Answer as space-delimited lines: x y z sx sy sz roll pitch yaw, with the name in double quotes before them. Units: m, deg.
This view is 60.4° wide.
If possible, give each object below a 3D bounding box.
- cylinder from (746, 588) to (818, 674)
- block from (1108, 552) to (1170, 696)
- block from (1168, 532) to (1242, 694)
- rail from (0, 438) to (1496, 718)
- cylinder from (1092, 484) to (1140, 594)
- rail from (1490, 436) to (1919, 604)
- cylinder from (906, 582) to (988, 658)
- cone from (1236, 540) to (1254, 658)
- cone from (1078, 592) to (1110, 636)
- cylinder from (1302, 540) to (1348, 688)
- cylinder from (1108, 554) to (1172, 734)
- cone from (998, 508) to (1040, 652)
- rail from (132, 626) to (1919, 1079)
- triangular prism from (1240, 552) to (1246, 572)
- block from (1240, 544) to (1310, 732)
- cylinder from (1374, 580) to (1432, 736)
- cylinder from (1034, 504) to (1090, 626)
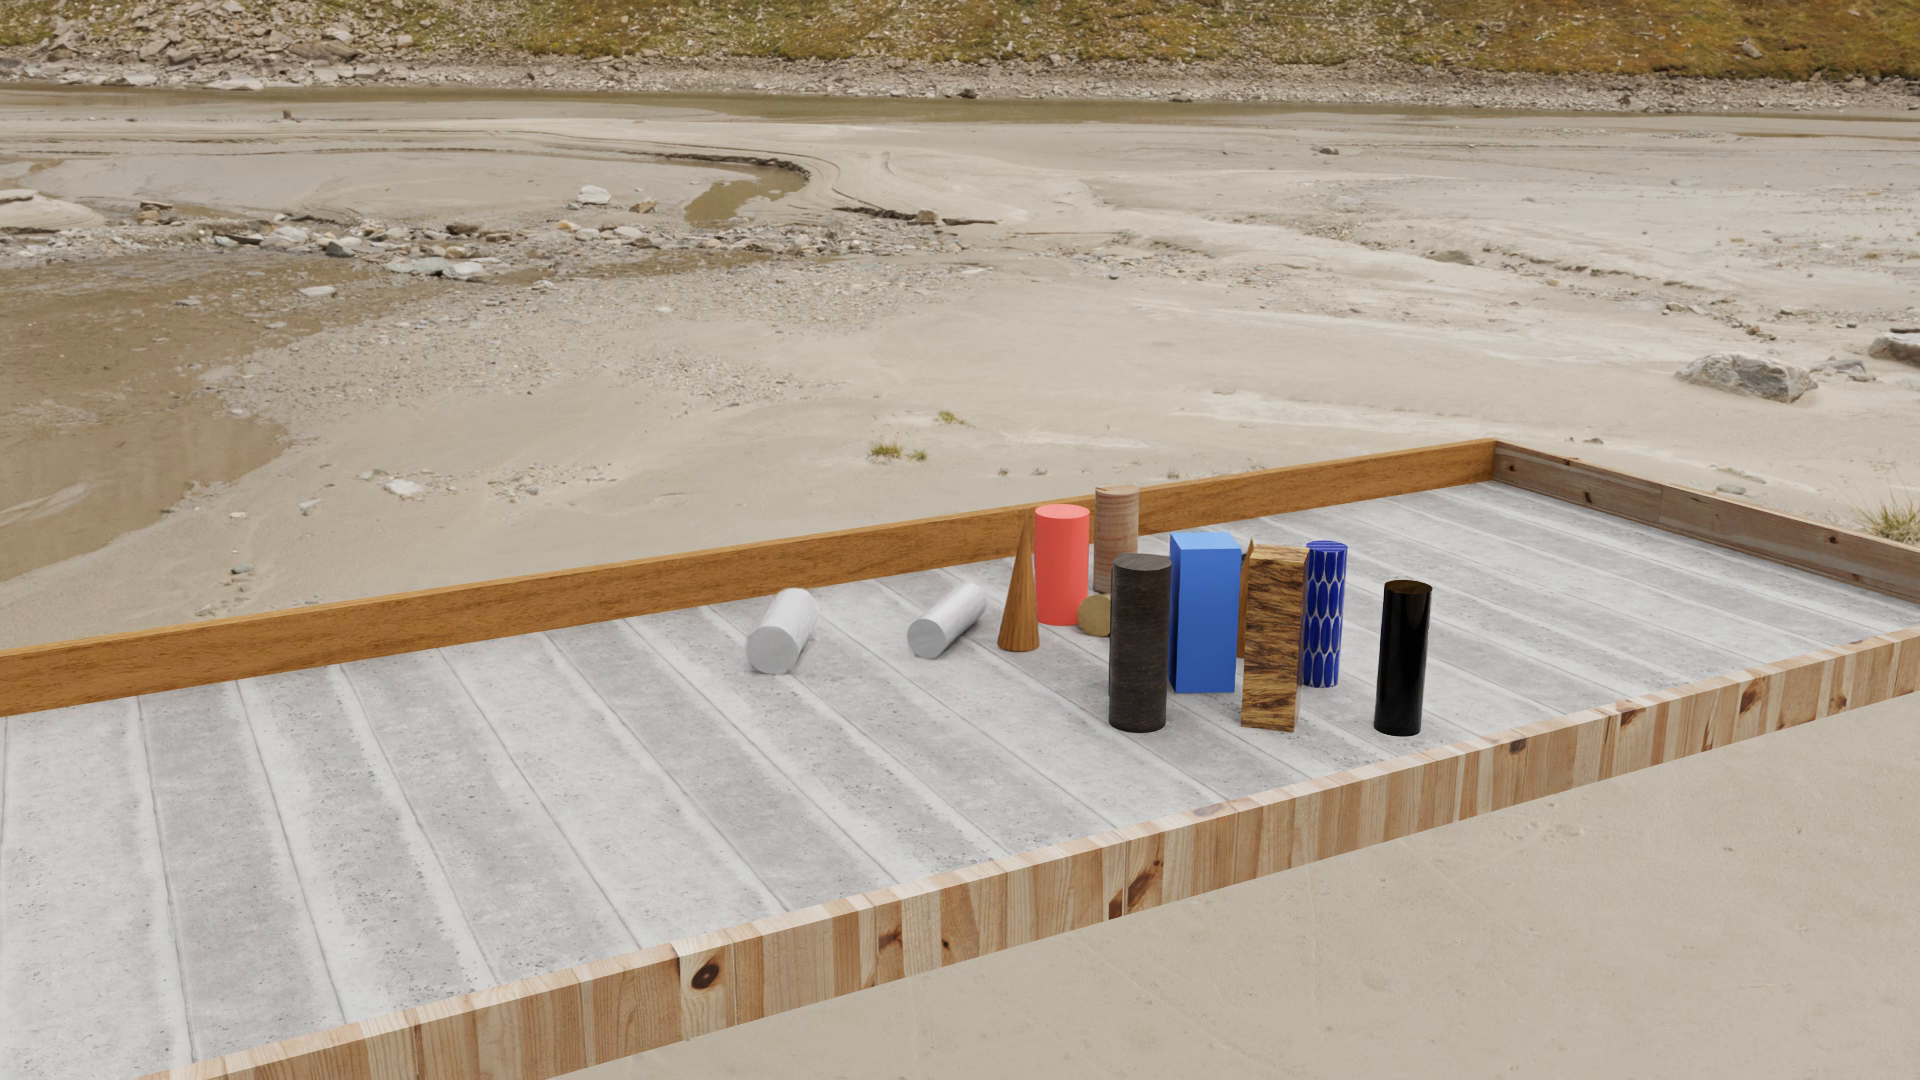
"cylinder" -0.461 0.235 4.319 0.132 0.132 0.311 1 16 5
"block" 0.440 0.211 4.046 0.125 0.331 0.125 4 18 14
"block" 0.601 0.179 4.088 0.147 0.370 0.147 -1 16 -3
"rail" -3.305 0.497 3.399 12.000 0.150 0.050 -9 18 -27
"cylinder" 0.456 -0.002 4.822 0.129 0.304 0.129 0 16 0
"rail" 2.466 -0.048 5.253 0.050 0.150 2.100 -9 18 -27
"cylinder" -0.032 0.213 4.435 0.108 0.108 0.328 6 17 19
"cone" 0.758 0.139 4.327 0.149 0.312 0.149 0 16 0
"cone" 0.455 0.173 4.665 0.116 0.116 0.460 6 10 21
"cylinder" 0.901 0.185 4.100 0.101 0.353 0.101 0 16 0
"cylinder" 0.418 0.240 3.837 0.134 0.396 0.134 0 16 0
"cone" 0.165 0.094 4.349 0.114 0.381 0.114 3 16 -1
"rail" -2.336 1.006 1.665 12.000 0.150 0.050 -9 18 -27
"triangular prism" 0.770 0.112 4.724 0.346 0.133 0.154 -13 20 -37
"block" 0.735 0.228 3.847 0.122 0.413 0.122 5 17 17
"cylinder" 1.023 0.273 3.811 0.108 0.346 0.108 0 16 0
"cylinder" 0.282 0.069 4.576 0.150 0.307 0.150 0 16 0
